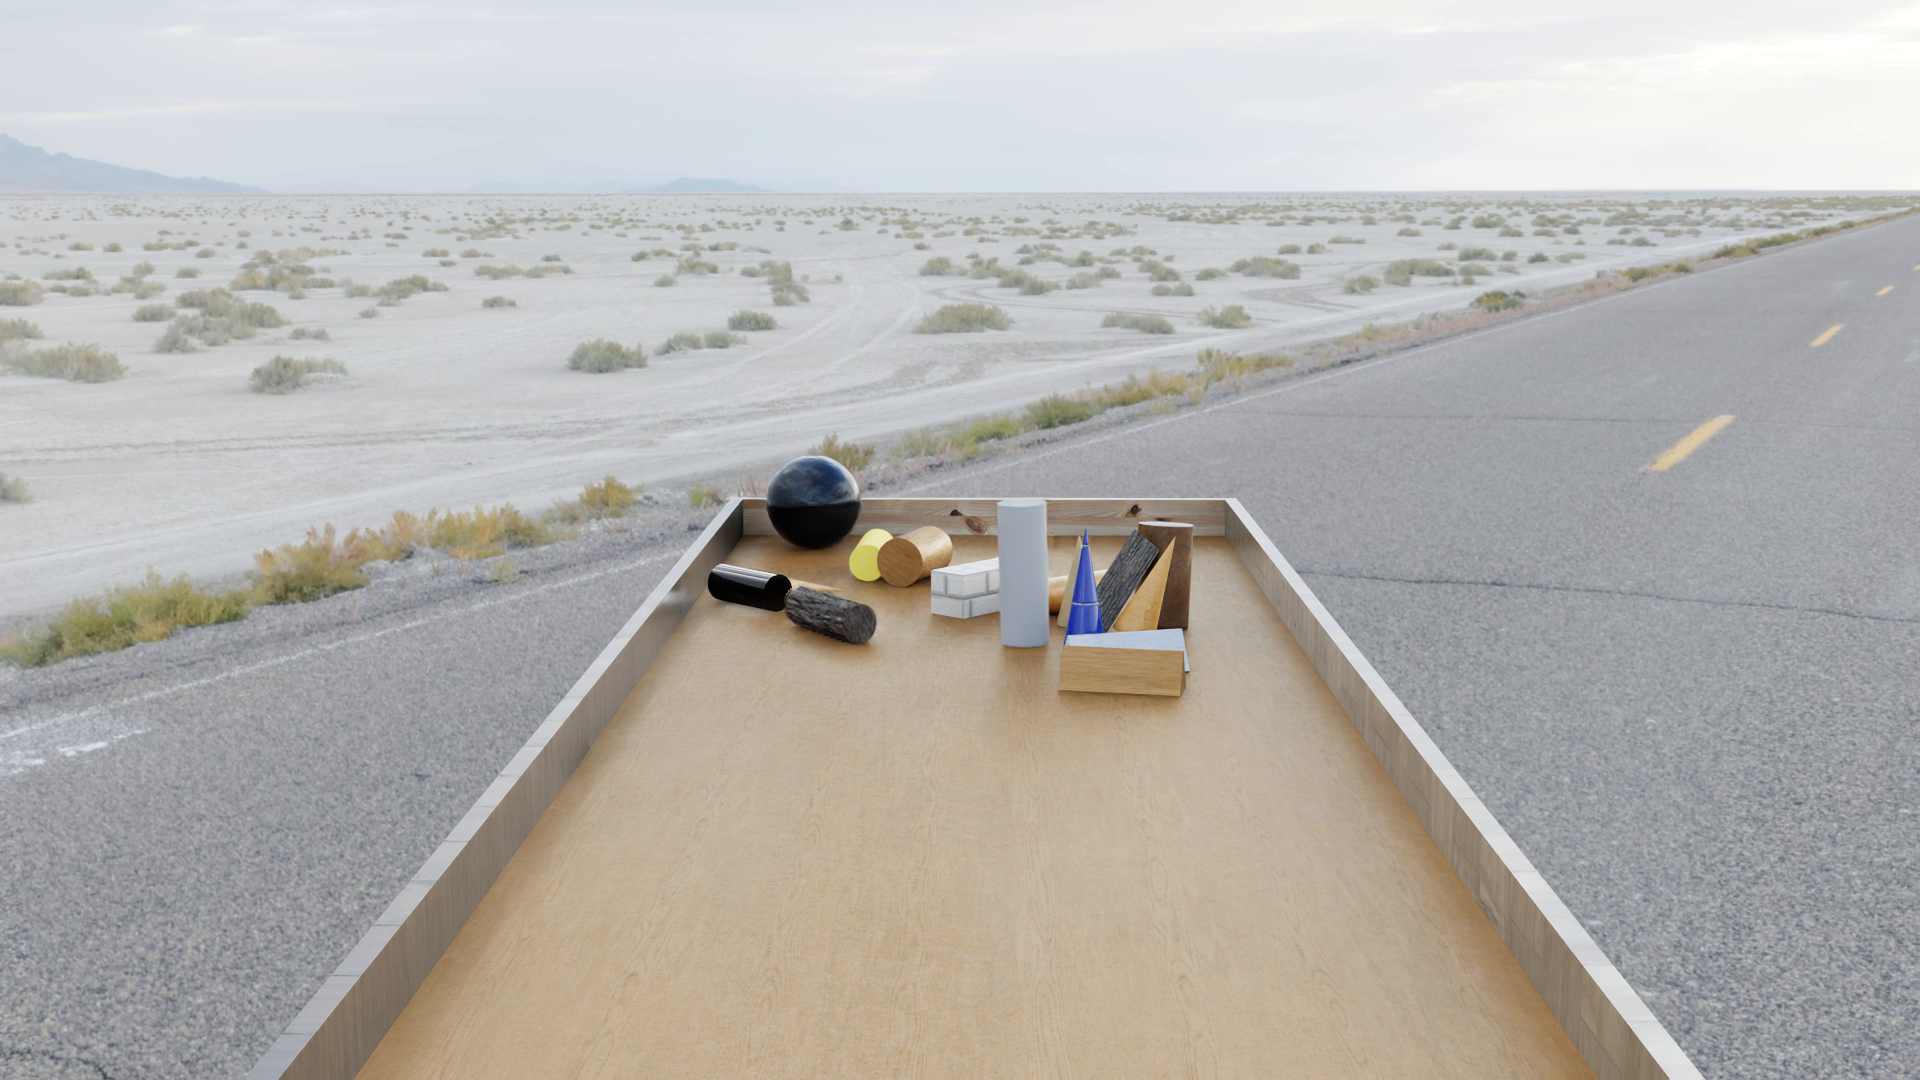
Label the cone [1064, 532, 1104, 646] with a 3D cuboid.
[{"bbox_3d":[0.382,0.160,6.692,0.145,0.409,0.145,0,9,0],"label":"cone"}]

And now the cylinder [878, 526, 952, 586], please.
[{"bbox_3d":[-0.163,0.059,8.070,0.178,0.178,0.307,3,10,20],"label":"cylinder"}]

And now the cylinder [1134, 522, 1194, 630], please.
[{"bbox_3d":[0.665,0.114,7.188,0.180,0.333,0.180,2,5,0],"label":"cylinder"}]

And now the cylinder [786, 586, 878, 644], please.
[{"bbox_3d":[-0.418,0.240,7.093,0.127,0.127,0.376,-6,11,-32],"label":"cylinder"}]

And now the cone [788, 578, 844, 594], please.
[{"bbox_3d":[-0.536,0.175,7.734,0.106,0.106,0.367,9,4,44],"label":"cone"}]

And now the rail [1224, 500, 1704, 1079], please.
[{"bbox_3d":[1.046,0.843,3.208,0.050,0.150,12.000,0,9,1],"label":"rail"}]

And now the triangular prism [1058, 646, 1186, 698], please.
[{"bbox_3d":[0.466,0.367,6.291,0.348,0.119,0.138,2,9,13],"label":"triangular prism"}]

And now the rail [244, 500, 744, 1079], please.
[{"bbox_3d":[-1.004,0.839,3.234,0.050,0.150,12.000,0,9,1],"label":"rail"}]

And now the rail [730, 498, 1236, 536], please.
[{"bbox_3d":[0.099,-0.098,9.147,2.100,0.150,0.050,0,9,1],"label":"rail"}]

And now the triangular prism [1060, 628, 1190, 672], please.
[{"bbox_3d":[0.489,0.330,6.524,0.359,0.119,0.137,-3,10,-17],"label":"triangular prism"}]

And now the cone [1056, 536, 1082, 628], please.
[{"bbox_3d":[0.390,0.131,7.219,0.149,0.303,0.149,0,9,0],"label":"cone"}]

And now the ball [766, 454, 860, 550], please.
[{"bbox_3d":[-0.585,-0.152,8.766,0.376,0.376,0.376,0,9,0],"label":"ball"}]

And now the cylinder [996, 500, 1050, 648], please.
[{"bbox_3d":[0.199,0.103,6.920,0.155,0.445,0.155,-2,9,0],"label":"cylinder"}]

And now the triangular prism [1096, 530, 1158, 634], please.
[{"bbox_3d":[0.479,0.146,7.004,0.106,0.092,0.400,9,55,44],"label":"triangular prism"}]

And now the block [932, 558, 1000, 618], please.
[{"bbox_3d":[0.082,0.160,7.525,0.148,0.148,0.372,8,12,42],"label":"block"}]

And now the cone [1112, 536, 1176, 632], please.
[{"bbox_3d":[0.611,0.143,6.915,0.141,0.344,0.141,22,9,-4],"label":"cone"}]

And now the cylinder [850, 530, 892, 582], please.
[{"bbox_3d":[-0.327,0.054,8.236,0.135,0.135,0.385,1,9,3],"label":"cylinder"}]

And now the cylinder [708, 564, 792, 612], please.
[{"bbox_3d":[-0.724,0.163,7.571,0.128,0.128,0.305,-9,12,-43],"label":"cylinder"}]

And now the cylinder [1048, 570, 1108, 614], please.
[{"bbox_3d":[0.356,0.183,7.464,0.431,0.122,0.122,-8,12,-40],"label":"cylinder"}]
